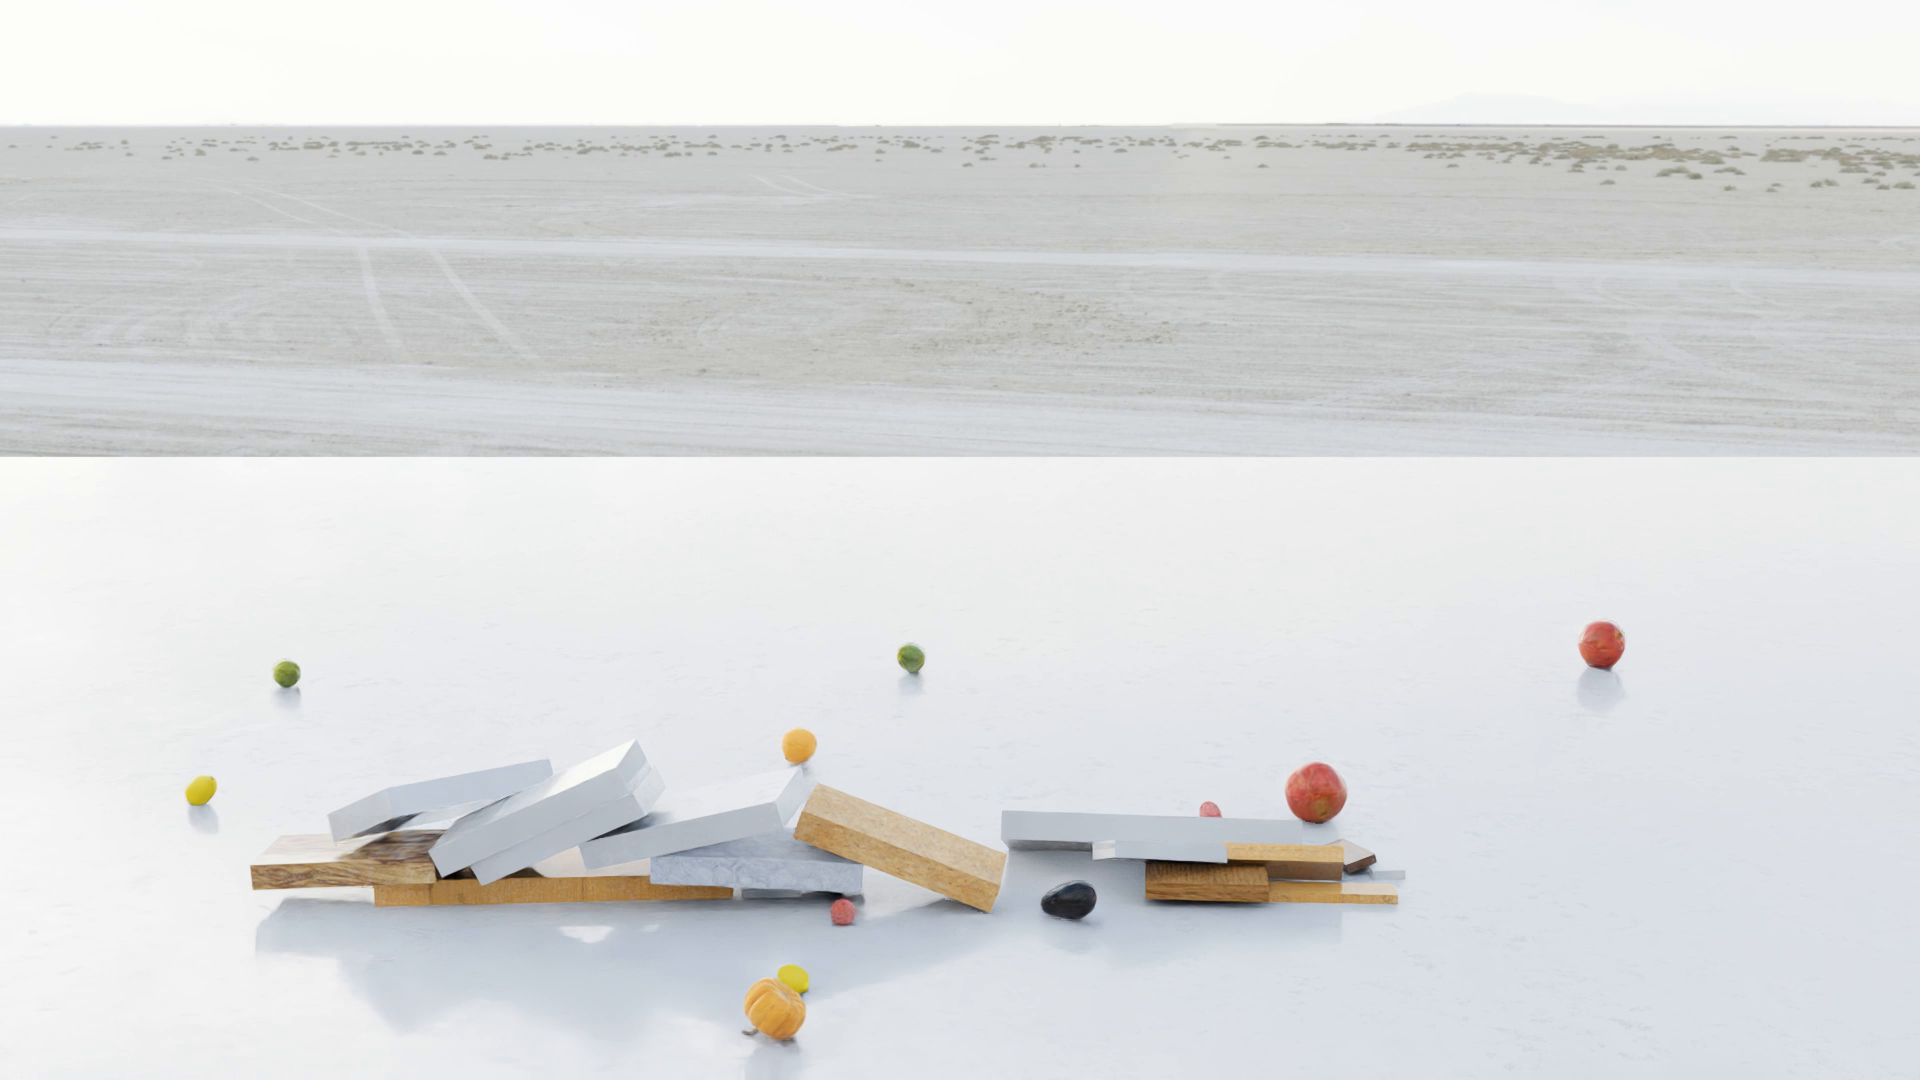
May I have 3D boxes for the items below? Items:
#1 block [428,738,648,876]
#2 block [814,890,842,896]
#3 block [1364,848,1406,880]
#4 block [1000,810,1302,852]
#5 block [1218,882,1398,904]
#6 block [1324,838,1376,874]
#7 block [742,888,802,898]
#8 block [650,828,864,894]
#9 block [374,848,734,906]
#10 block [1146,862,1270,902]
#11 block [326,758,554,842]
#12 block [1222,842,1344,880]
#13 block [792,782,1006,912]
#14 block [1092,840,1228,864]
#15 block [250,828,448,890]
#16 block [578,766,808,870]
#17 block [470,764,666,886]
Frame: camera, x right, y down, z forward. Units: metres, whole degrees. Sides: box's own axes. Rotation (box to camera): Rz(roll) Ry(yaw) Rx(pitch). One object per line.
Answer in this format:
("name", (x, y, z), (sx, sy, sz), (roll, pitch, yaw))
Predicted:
("block", (-0.691, 0.440, 3.624), (0.343, 0.049, 0.171), (-24, 8, 7))
("block", (-0.244, 0.572, 3.676), (0.098, 0.014, 0.049), (11, 10, -2))
("block", (0.723, 0.559, 3.792), (0.057, 0.016, 0.113), (-1, 11, -6))
("block", (0.331, 0.509, 3.794), (0.507, 0.049, 0.171), (1, -13, 6))
("block", (0.551, 0.585, 3.653), (0.342, 0.016, 0.057), (1, 11, 3))
("block", (0.668, 0.546, 3.807), (0.057, 0.016, 0.113), (-18, 12, -16))
("block", (-0.314, 0.583, 3.671), (0.098, 0.014, 0.049), (-1, 11, -3))
("block", (-0.332, 0.527, 3.654), (0.344, 0.049, 0.172), (3, 10, -2))
("block", (-0.674, 0.563, 3.698), (0.585, 0.043, 0.152), (-1, 11, -4))
("block", (0.407, 0.565, 3.637), (0.200, 0.028, 0.100), (1, 11, 4))
("block", (-0.872, 0.438, 3.715), (0.171, 0.049, 0.343), (-24, -11, 37))
("block", (0.542, 0.541, 3.698), (0.200, 0.028, 0.100), (1, -26, 7))
("block", (-0.096, 0.508, 3.650), (0.344, 0.049, 0.172), (21, 10, 1))
("block", (0.332, 0.520, 3.658), (0.200, 0.028, 0.100), (5, -12, -17))
("block", (-1.001, 0.529, 3.652), (0.304, 0.043, 0.152), (-3, 11, 3))
("block", (-0.436, 0.456, 3.611), (0.344, 0.049, 0.172), (-13, 11, 13))
("block", (-0.643, 0.469, 3.621), (0.304, 0.043, 0.152), (-24, 8, 10))
